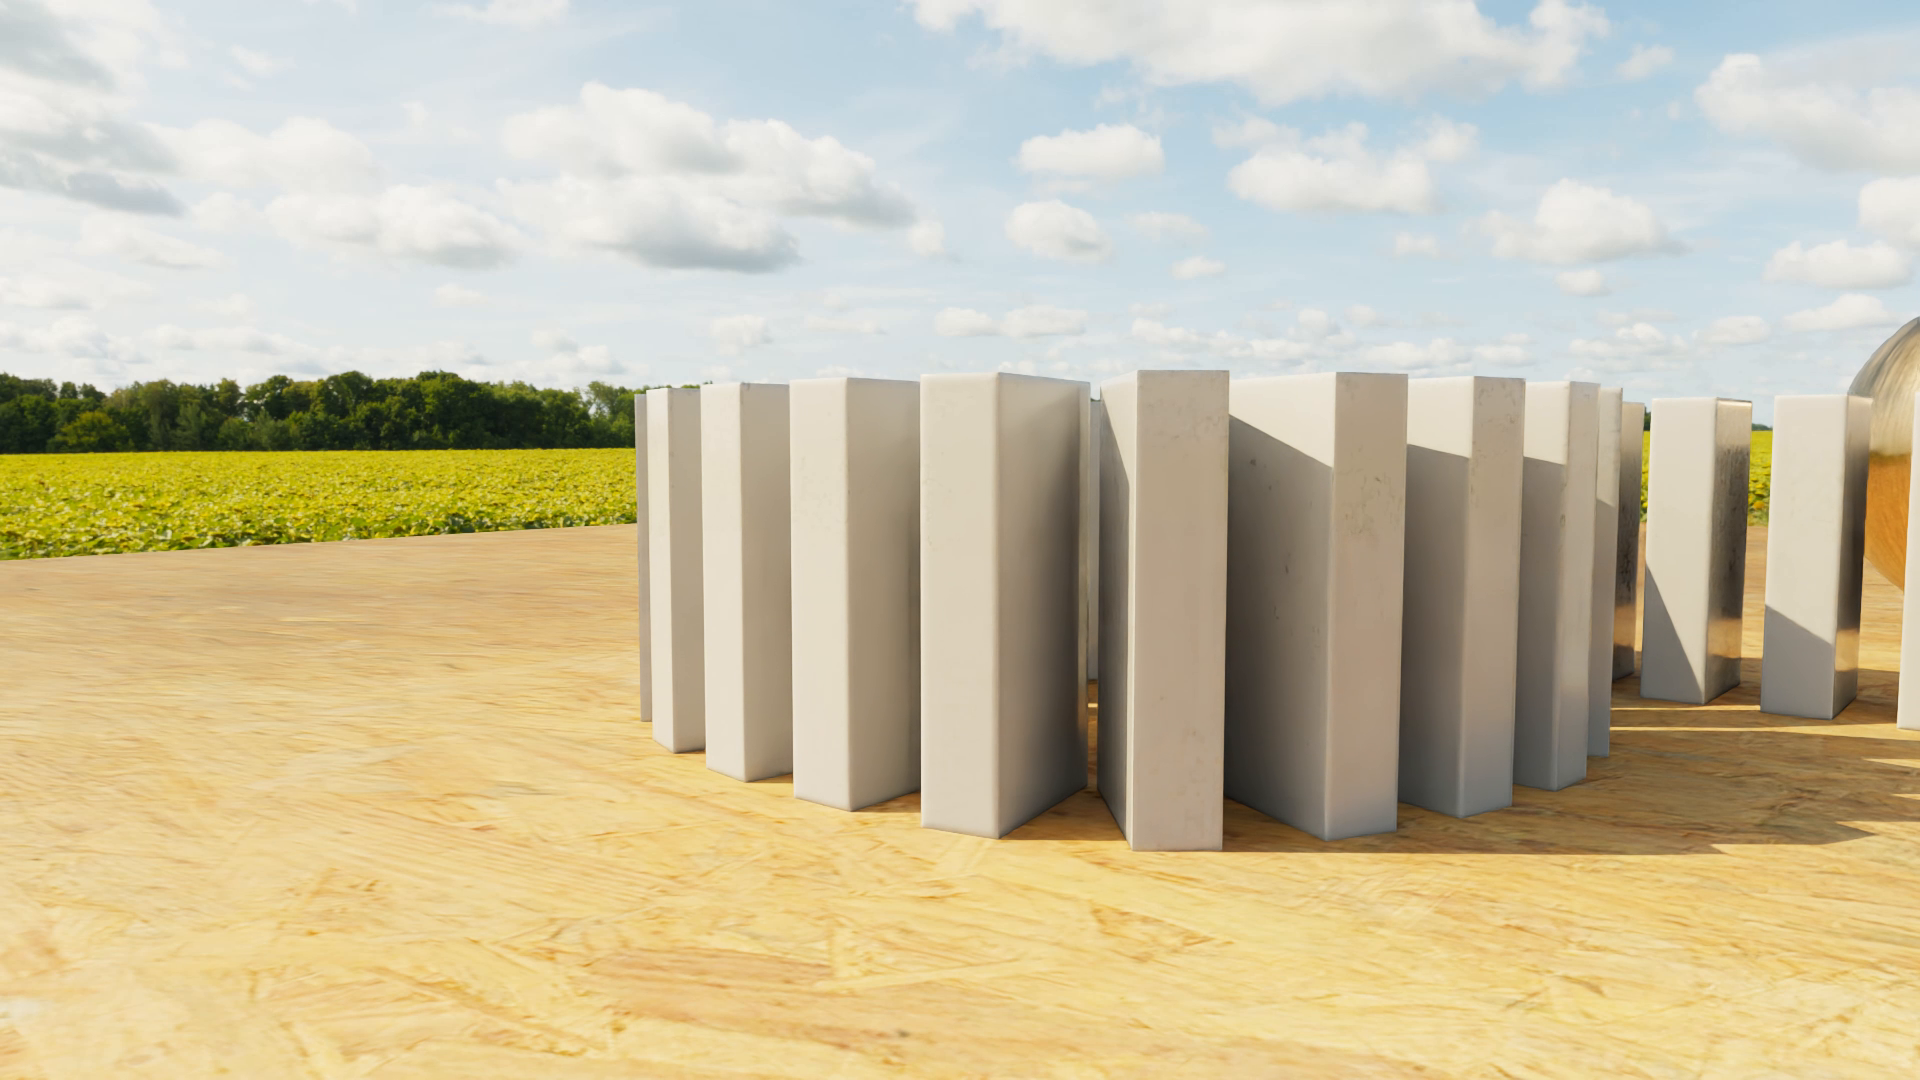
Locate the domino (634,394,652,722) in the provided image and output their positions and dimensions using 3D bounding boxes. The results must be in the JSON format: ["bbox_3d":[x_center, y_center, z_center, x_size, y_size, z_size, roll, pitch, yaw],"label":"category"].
[{"bbox_3d":[-0.037,0.002,0.201,0.025,0.050,0.009,-1,4,-7],"label":"domino"}]

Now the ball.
[{"bbox_3d":[0.238,-0.019,0.280,0.080,0.080,0.080,0,4,0],"label":"ball"}]

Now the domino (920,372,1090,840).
[{"bbox_3d":[0.006,0.006,0.149,0.010,0.050,0.025,2,5,28],"label":"domino"}]

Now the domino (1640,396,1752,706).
[{"bbox_3d":[0.126,0.001,0.219,0.010,0.050,0.025,4,6,43],"label":"domino"}]

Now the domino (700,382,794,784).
[{"bbox_3d":[-0.021,0.005,0.171,0.025,0.050,0.009,-4,6,-41],"label":"domino"}]

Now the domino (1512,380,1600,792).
[{"bbox_3d":[0.068,0.005,0.167,0.009,0.050,0.025,-4,6,-43],"label":"domino"}]

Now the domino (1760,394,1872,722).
[{"bbox_3d":[0.139,0.002,0.208,0.009,0.050,0.025,4,6,42],"label":"domino"}]

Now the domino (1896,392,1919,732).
[{"bbox_3d":[0.152,0.003,0.196,0.009,0.050,0.025,4,6,40],"label":"domino"}]

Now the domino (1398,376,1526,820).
[{"bbox_3d":[0.054,0.006,0.157,0.009,0.050,0.025,-3,5,-33],"label":"domino"}]

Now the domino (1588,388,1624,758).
[{"bbox_3d":[0.078,0.004,0.181,0.025,0.050,0.009,2,5,20],"label":"domino"}]

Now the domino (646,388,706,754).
[{"bbox_3d":[-0.031,0.004,0.185,0.025,0.050,0.010,-3,5,-30],"label":"domino"}]

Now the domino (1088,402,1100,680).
[{"bbox_3d":[0.021,-0.001,0.242,0.009,0.050,0.025,-1,4,-14],"label":"domino"}]

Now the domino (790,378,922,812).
[{"bbox_3d":[-0.008,0.006,0.159,0.010,0.050,0.025,4,6,40],"label":"domino"}]

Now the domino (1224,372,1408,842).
[{"bbox_3d":[0.039,0.006,0.149,0.010,0.050,0.025,-2,5,-22],"label":"domino"}]

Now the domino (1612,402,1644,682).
[{"bbox_3d":[0.114,0.000,0.231,0.010,0.050,0.025,4,6,43],"label":"domino"}]

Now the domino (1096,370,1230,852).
[{"bbox_3d":[0.022,0.007,0.145,0.010,0.050,0.025,0,4,-2],"label":"domino"}]
